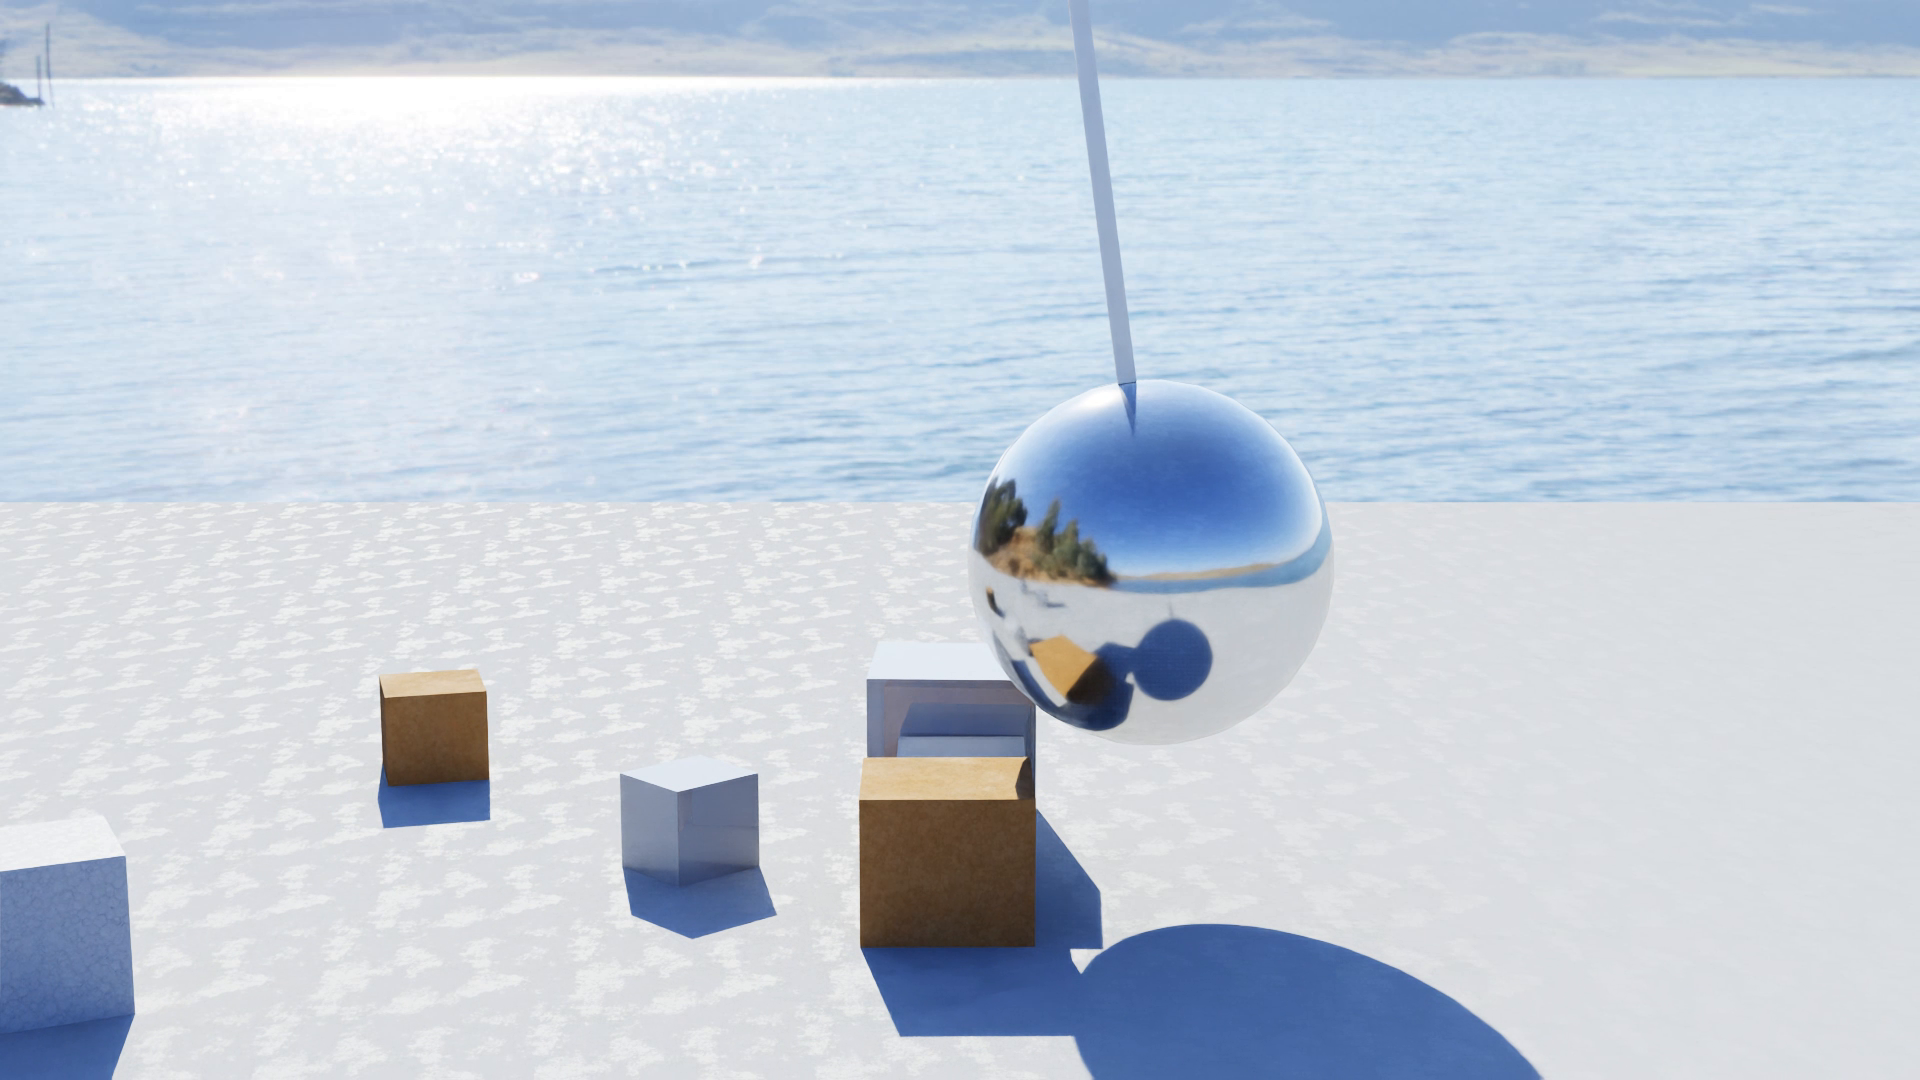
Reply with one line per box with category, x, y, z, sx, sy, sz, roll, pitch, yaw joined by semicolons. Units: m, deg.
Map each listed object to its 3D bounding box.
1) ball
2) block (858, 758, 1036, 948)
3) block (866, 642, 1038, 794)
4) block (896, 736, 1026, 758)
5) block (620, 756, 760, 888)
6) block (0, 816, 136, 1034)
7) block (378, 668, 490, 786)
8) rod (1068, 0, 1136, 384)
ball;0.830;0.097;11.198;1.600;1.600;1.600;0;10;0
block;-0.054;1.294;10.710;0.713;0.622;0.649;0;10;-1
block;-0.025;0.962;12.000;0.766;0.814;0.755;0;10;2
block;0.005;1.212;11.347;0.564;0.556;0.568;0;10;0
block;-1.208;1.251;11.477;0.451;0.432;0.422;-10;14;-42
block;-3.520;1.463;9.782;0.603;0.622;0.586;-5;11;-26
block;-2.680;0.949;13.067;0.500;0.457;0.513;-3;11;-15
rod;0.360;-3.216;10.596;0.080;5.200;0.080;-8;10;1
